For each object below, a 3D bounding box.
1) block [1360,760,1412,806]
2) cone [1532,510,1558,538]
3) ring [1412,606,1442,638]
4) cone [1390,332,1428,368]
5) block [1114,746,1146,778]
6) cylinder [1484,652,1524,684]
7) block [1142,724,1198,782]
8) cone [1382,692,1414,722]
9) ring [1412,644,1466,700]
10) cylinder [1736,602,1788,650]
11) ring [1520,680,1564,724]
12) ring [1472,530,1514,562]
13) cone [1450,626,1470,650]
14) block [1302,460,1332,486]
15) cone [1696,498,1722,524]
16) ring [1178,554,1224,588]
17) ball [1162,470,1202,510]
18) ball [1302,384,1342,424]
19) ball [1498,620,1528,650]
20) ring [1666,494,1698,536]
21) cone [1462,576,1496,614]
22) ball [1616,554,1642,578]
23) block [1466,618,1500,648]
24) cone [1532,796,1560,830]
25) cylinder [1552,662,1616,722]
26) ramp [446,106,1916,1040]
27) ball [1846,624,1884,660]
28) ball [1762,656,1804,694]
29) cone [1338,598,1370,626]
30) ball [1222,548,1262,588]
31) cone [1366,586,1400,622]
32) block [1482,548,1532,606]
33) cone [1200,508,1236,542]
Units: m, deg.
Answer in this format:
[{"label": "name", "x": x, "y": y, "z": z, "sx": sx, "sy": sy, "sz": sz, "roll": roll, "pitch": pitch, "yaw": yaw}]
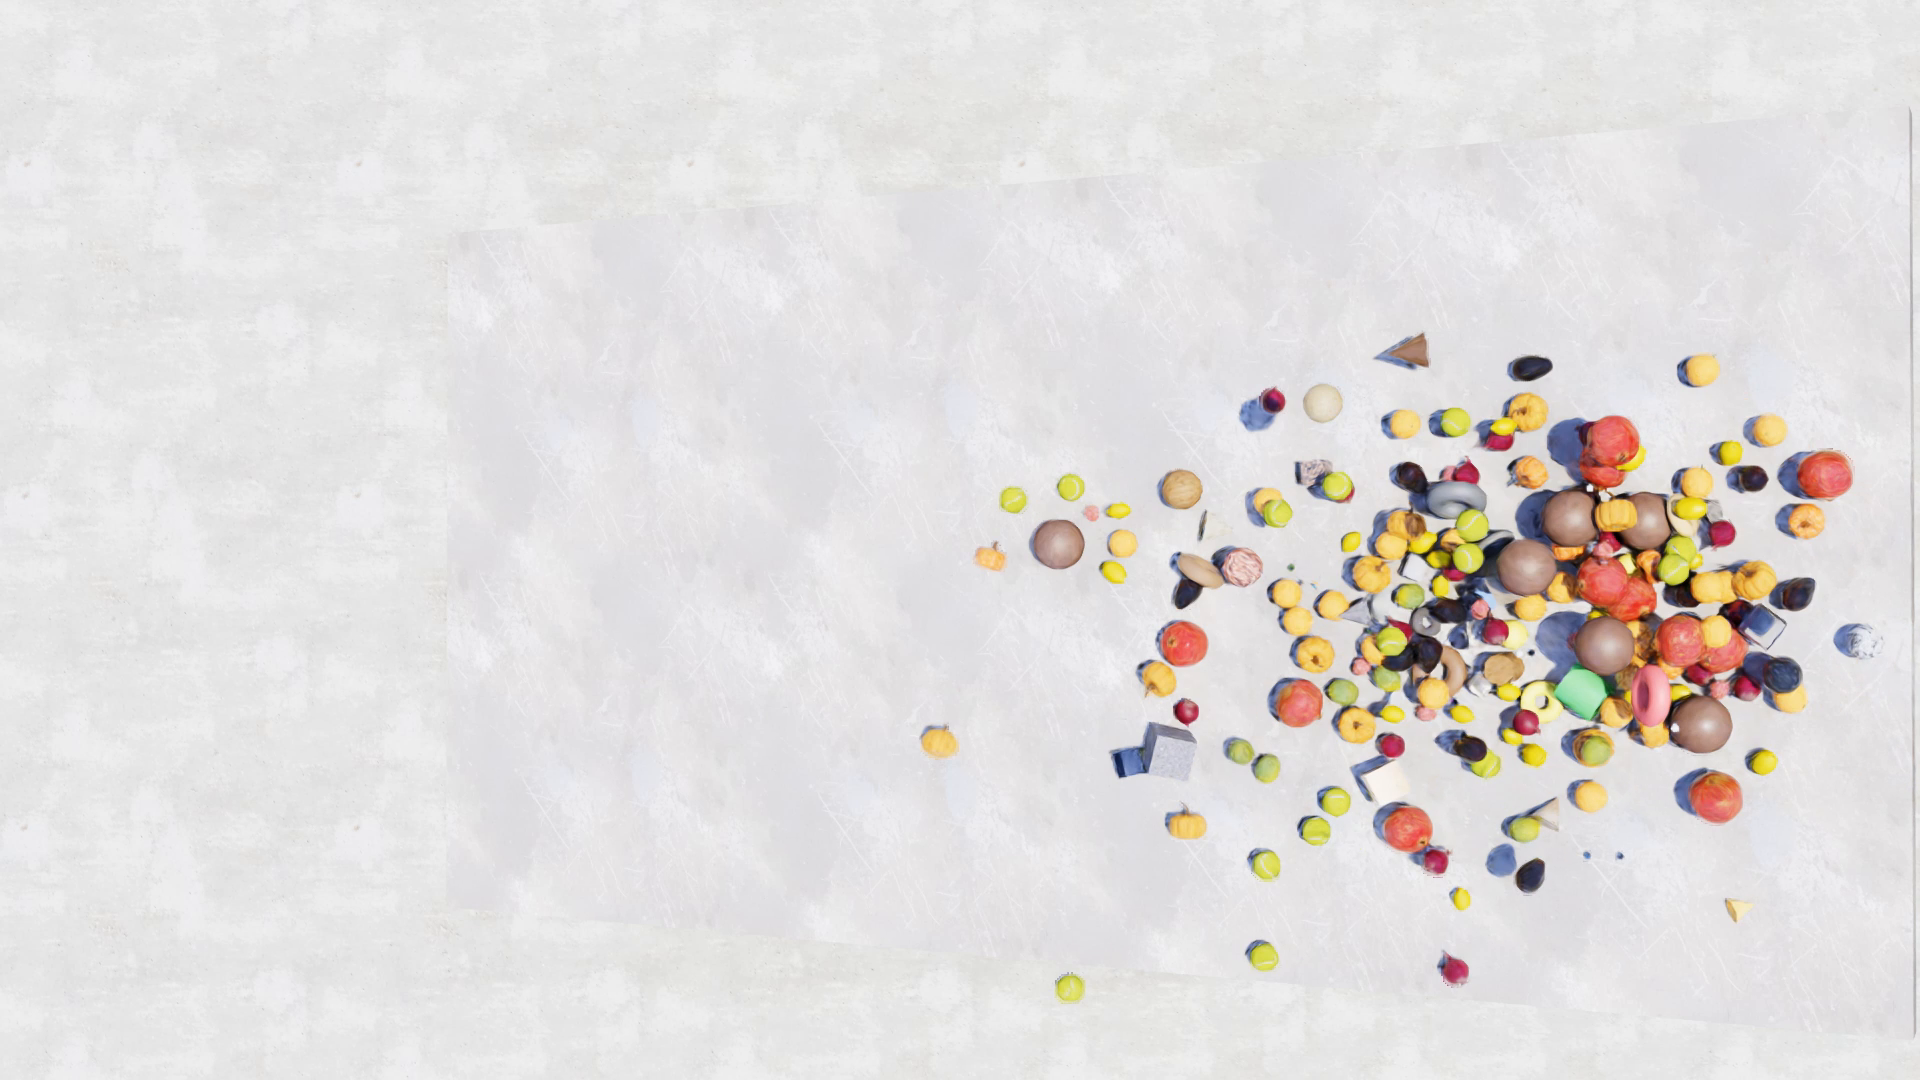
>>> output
[{"label": "block", "x": 0.996, "y": 0.569, "z": 5.143, "sx": 0.080, "sy": 0.080, "sz": 0.080, "roll": -27, "pitch": 84, "yaw": 0}, {"label": "cone", "x": 1.323, "y": -0.047, "z": 5.022, "sx": 0.059, "sy": 0.059, "sz": 0.059, "roll": -41, "pitch": 102, "yaw": 0}, {"label": "ring", "x": 1.096, "y": 0.193, "z": 5.167, "sx": 0.075, "sy": 0.025, "sz": 0.075, "roll": 3, "pitch": 94, "yaw": 35}, {"label": "cone", "x": 1.036, "y": -0.435, "z": 5.100, "sx": 0.086, "sy": 0.086, "sz": 0.086, "roll": -6, "pitch": 89, "yaw": 8}, {"label": "block", "x": 0.432, "y": 0.555, "z": 5.484, "sx": 0.064, "sy": 0.064, "sz": 0.064, "roll": -17, "pitch": 82, "yaw": 29}, {"label": "cylinder", "x": 1.251, "y": 0.295, "z": 5.053, "sx": 0.070, "sy": 0.070, "sz": 0.070, "roll": 2, "pitch": 93, "yaw": 35}, {"label": "block", "x": 0.514, "y": 0.521, "z": 5.397, "sx": 0.100, "sy": 0.100, "sz": 0.100, "roll": 11, "pitch": 102, "yaw": -7}, {"label": "cone", "x": 1.021, "y": 0.405, "z": 5.202, "sx": 0.075, "sy": 0.075, "sz": 0.075, "roll": 15, "pitch": 60, "yaw": -28}, {"label": "ring", "x": 1.120, "y": 0.309, "z": 5.147, "sx": 0.131, "sy": 0.044, "sz": 0.131, "roll": -1, "pitch": 87, "yaw": 27}, {"label": "cylinder", "x": 1.735, "y": 0.186, "z": 4.755, "sx": 0.076, "sy": 0.076, "sz": 0.076, "roll": 40, "pitch": 90, "yaw": 16}, {"label": "ring", "x": 1.333, "y": 0.371, "z": 5.038, "sx": 0.098, "sy": 0.033, "sz": 0.098, "roll": 0, "pitch": 89, "yaw": 18}, {"label": "ring", "x": 1.223, "y": 0.014, "z": 5.050, "sx": 0.107, "sy": 0.107, "sz": 0.036, "roll": -27, "pitch": 72, "yaw": 0}, {"label": "cone", "x": 1.168, "y": 0.222, "z": 5.105, "sx": 0.058, "sy": 0.058, "sz": 0.058, "roll": -2, "pitch": 79, "yaw": 8}, {"label": "block", "x": 0.857, "y": -0.161, "z": 5.279, "sx": 0.058, "sy": 0.058, "sz": 0.058, "roll": -2, "pitch": 88, "yaw": 27}, {"label": "cone", "x": 1.653, "y": -0.061, "z": 4.887, "sx": 0.057, "sy": 0.057, "sz": 0.057, "roll": 3, "pitch": 84, "yaw": -36}, {"label": "ring", "x": 0.587, "y": 0.075, "z": 5.356, "sx": 0.127, "sy": 0.127, "sz": 0.042, "roll": 30, "pitch": 105, "yaw": 0}, {"label": "ball", "x": 0.547, "y": -0.124, "z": 5.414, "sx": 0.100, "sy": 0.100, "sz": 0.100, "roll": 0, "pitch": 89, "yaw": 0}, {"label": "ball", "x": 0.776, "y": -0.292, "z": 4.702, "sx": 0.085, "sy": 0.085, "sz": 0.085, "roll": 0, "pitch": 89, "yaw": 0}, {"label": "ball", "x": 1.272, "y": 0.217, "z": 5.056, "sx": 0.067, "sy": 0.067, "sz": 0.067, "roll": 0, "pitch": 89, "yaw": 0}, {"label": "ring", "x": 1.593, "y": -0.054, "z": 4.849, "sx": 0.034, "sy": 0.101, "sz": 0.101, "roll": -26, "pitch": 89, "yaw": 38}, {"label": "cone", "x": 1.188, "y": 0.120, "z": 5.078, "sx": 0.089, "sy": 0.089, "sz": 0.089, "roll": -9, "pitch": 73, "yaw": 32}, {"label": "ball", "x": 1.503, "y": 0.059, "z": 4.945, "sx": 0.055, "sy": 0.055, "sz": 0.055, "roll": 0, "pitch": 89, "yaw": 0}, {"label": "block", "x": 1.214, "y": 0.215, "z": 5.089, "sx": 0.063, "sy": 0.063, "sz": 0.063, "roll": -10, "pitch": 85, "yaw": 27}, {"label": "cone", "x": 1.353, "y": 0.616, "z": 5.026, "sx": 0.072, "sy": 0.072, "sz": 0.072, "roll": 31, "pitch": 80, "yaw": 0}, {"label": "cylinder", "x": 1.409, "y": 0.343, "z": 4.966, "sx": 0.098, "sy": 0.098, "sz": 0.098, "roll": 39, "pitch": 89, "yaw": 20}, {"label": "ramp", "x": 0.278, "y": 0.079, "z": 5.662, "sx": 4.000, "sy": 0.100, "sz": 2.000, "roll": 0, "pitch": 89, "yaw": 27}, {"label": "ball", "x": 1.938, "y": 0.218, "z": 4.709, "sx": 0.076, "sy": 0.076, "sz": 0.076, "roll": 0, "pitch": 89, "yaw": 0}, {"label": "ball", "x": 1.765, "y": 0.290, "z": 4.721, "sx": 0.084, "sy": 0.084, "sz": 0.084, "roll": 0, "pitch": 89, "yaw": 0}, {"label": "cone", "x": 0.931, "y": 0.176, "z": 5.218, "sx": 0.071, "sy": 0.071, "sz": 0.071, "roll": -10, "pitch": 89, "yaw": 5}, {"label": "ball", "x": 0.676, "y": 0.066, "z": 5.258, "sx": 0.095, "sy": 0.095, "sz": 0.095, "roll": 0, "pitch": 89, "yaw": 0}, {"label": "cone", "x": 0.985, "y": 0.150, "z": 5.194, "sx": 0.085, "sy": 0.085, "sz": 0.085, "roll": 0, "pitch": 89, "yaw": 27}, {"label": "block", "x": 1.246, "y": 0.085, "z": 5.006, "sx": 0.081, "sy": 0.081, "sz": 0.081, "roll": -23, "pitch": 116, "yaw": 23}, {"label": "cone", "x": 0.638, "y": -0.029, "z": 5.401, "sx": 0.082, "sy": 0.082, "sz": 0.082, "roll": 11, "pitch": 89, "yaw": -2}]
